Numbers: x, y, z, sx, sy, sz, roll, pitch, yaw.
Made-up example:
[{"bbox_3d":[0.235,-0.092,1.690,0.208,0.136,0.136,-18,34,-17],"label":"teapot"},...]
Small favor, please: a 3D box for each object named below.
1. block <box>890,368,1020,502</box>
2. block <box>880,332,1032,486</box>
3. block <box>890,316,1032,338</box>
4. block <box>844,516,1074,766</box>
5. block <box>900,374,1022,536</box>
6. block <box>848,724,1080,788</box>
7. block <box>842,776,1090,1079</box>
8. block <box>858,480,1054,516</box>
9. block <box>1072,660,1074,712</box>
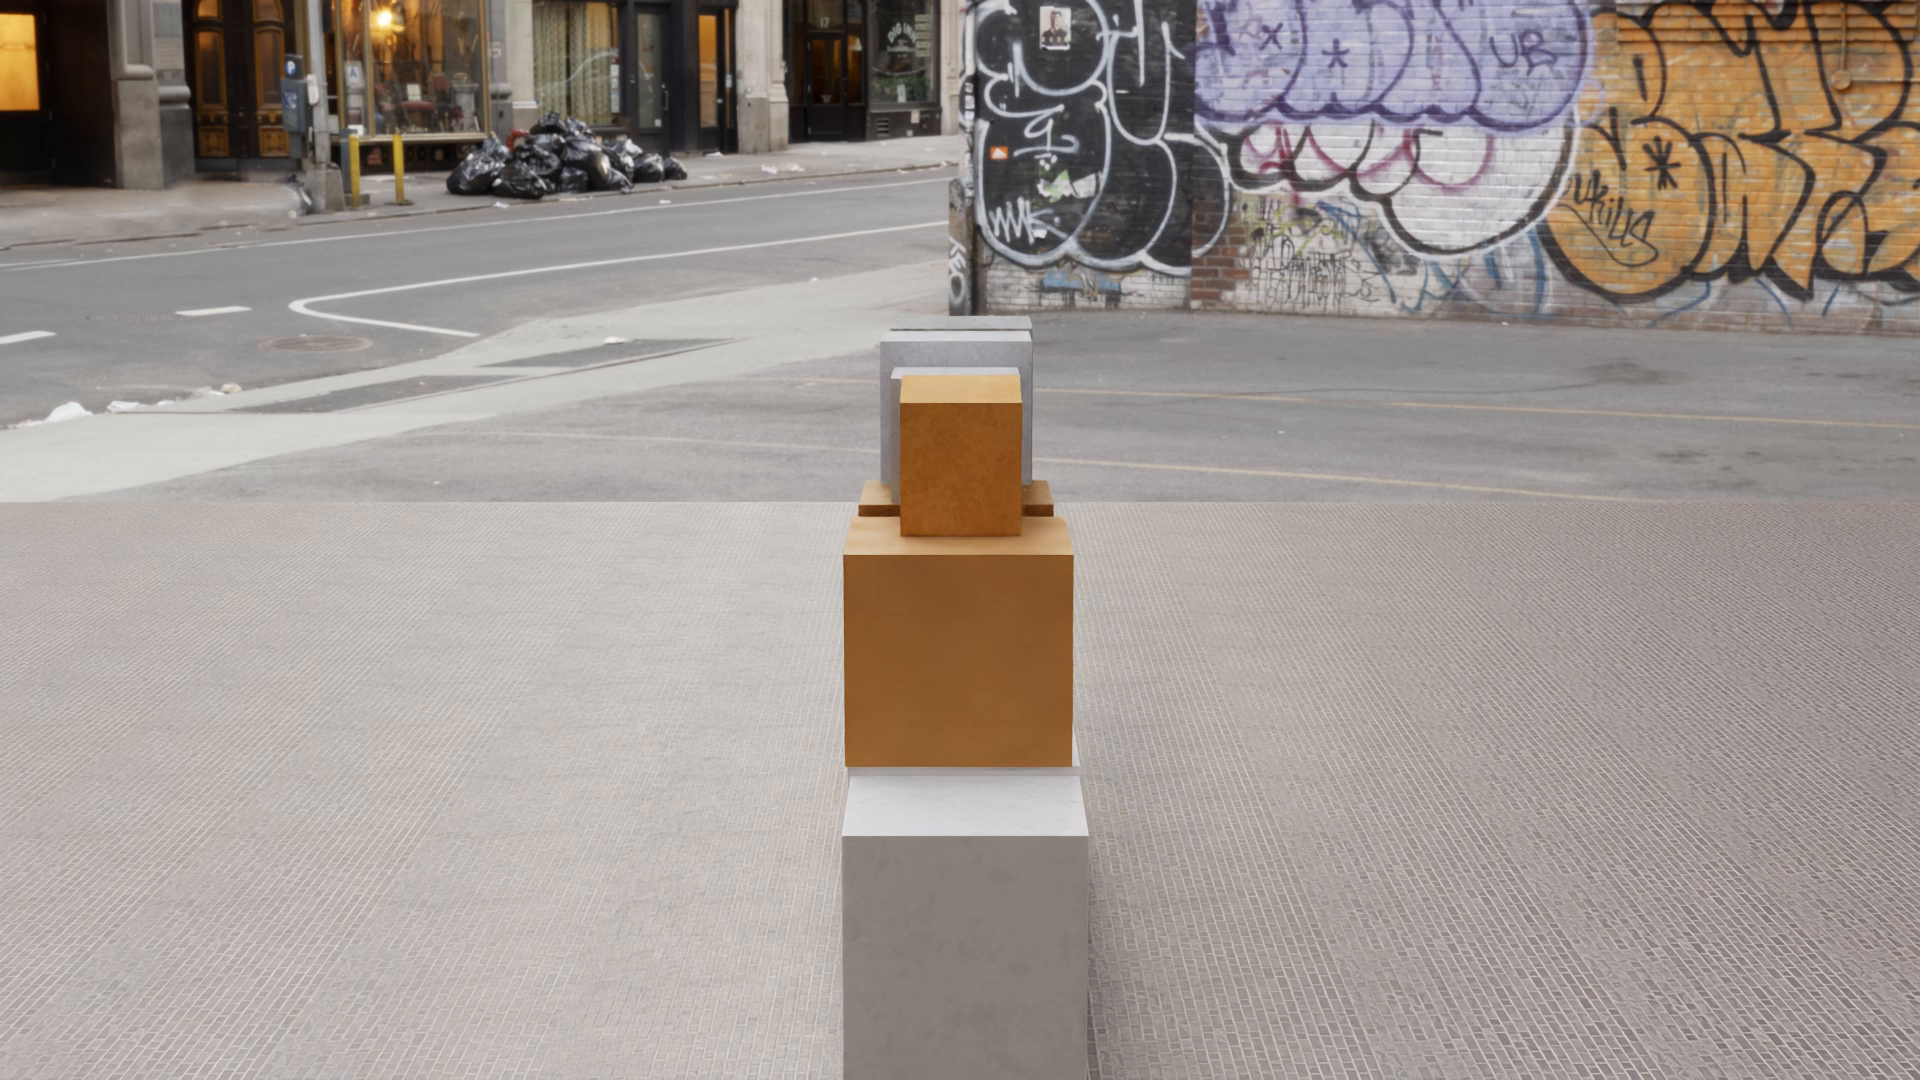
[{"bbox_3d":[-0.018,-0.436,10.500,0.516,0.499,0.552,0,8,0],"label":"block"},{"bbox_3d":[-0.017,-0.574,11.050,0.635,0.608,0.572,0,9,0],"label":"block"},{"bbox_3d":[0.006,-0.651,12.198,0.658,0.769,0.633,0,10,0],"label":"block"},{"bbox_3d":[-0.005,0.374,9.849,0.843,0.801,0.816,0,10,0],"label":"block"},{"bbox_3d":[0.003,-0.333,9.928,0.458,0.518,0.518,0,15,0],"label":"block"},{"bbox_3d":[0.017,1.230,10.091,0.860,0.970,0.968,0,10,0],"label":"block"},{"bbox_3d":[0.018,1.404,9.237,0.848,0.933,0.756,0,10,0],"label":"block"},{"bbox_3d":[-0.016,0.217,10.654,0.777,0.838,0.777,0,8,0],"label":"block"},{"bbox_3d":[0.002,0.923,11.775,0.991,0.971,0.895,0,10,0],"label":"block"}]
